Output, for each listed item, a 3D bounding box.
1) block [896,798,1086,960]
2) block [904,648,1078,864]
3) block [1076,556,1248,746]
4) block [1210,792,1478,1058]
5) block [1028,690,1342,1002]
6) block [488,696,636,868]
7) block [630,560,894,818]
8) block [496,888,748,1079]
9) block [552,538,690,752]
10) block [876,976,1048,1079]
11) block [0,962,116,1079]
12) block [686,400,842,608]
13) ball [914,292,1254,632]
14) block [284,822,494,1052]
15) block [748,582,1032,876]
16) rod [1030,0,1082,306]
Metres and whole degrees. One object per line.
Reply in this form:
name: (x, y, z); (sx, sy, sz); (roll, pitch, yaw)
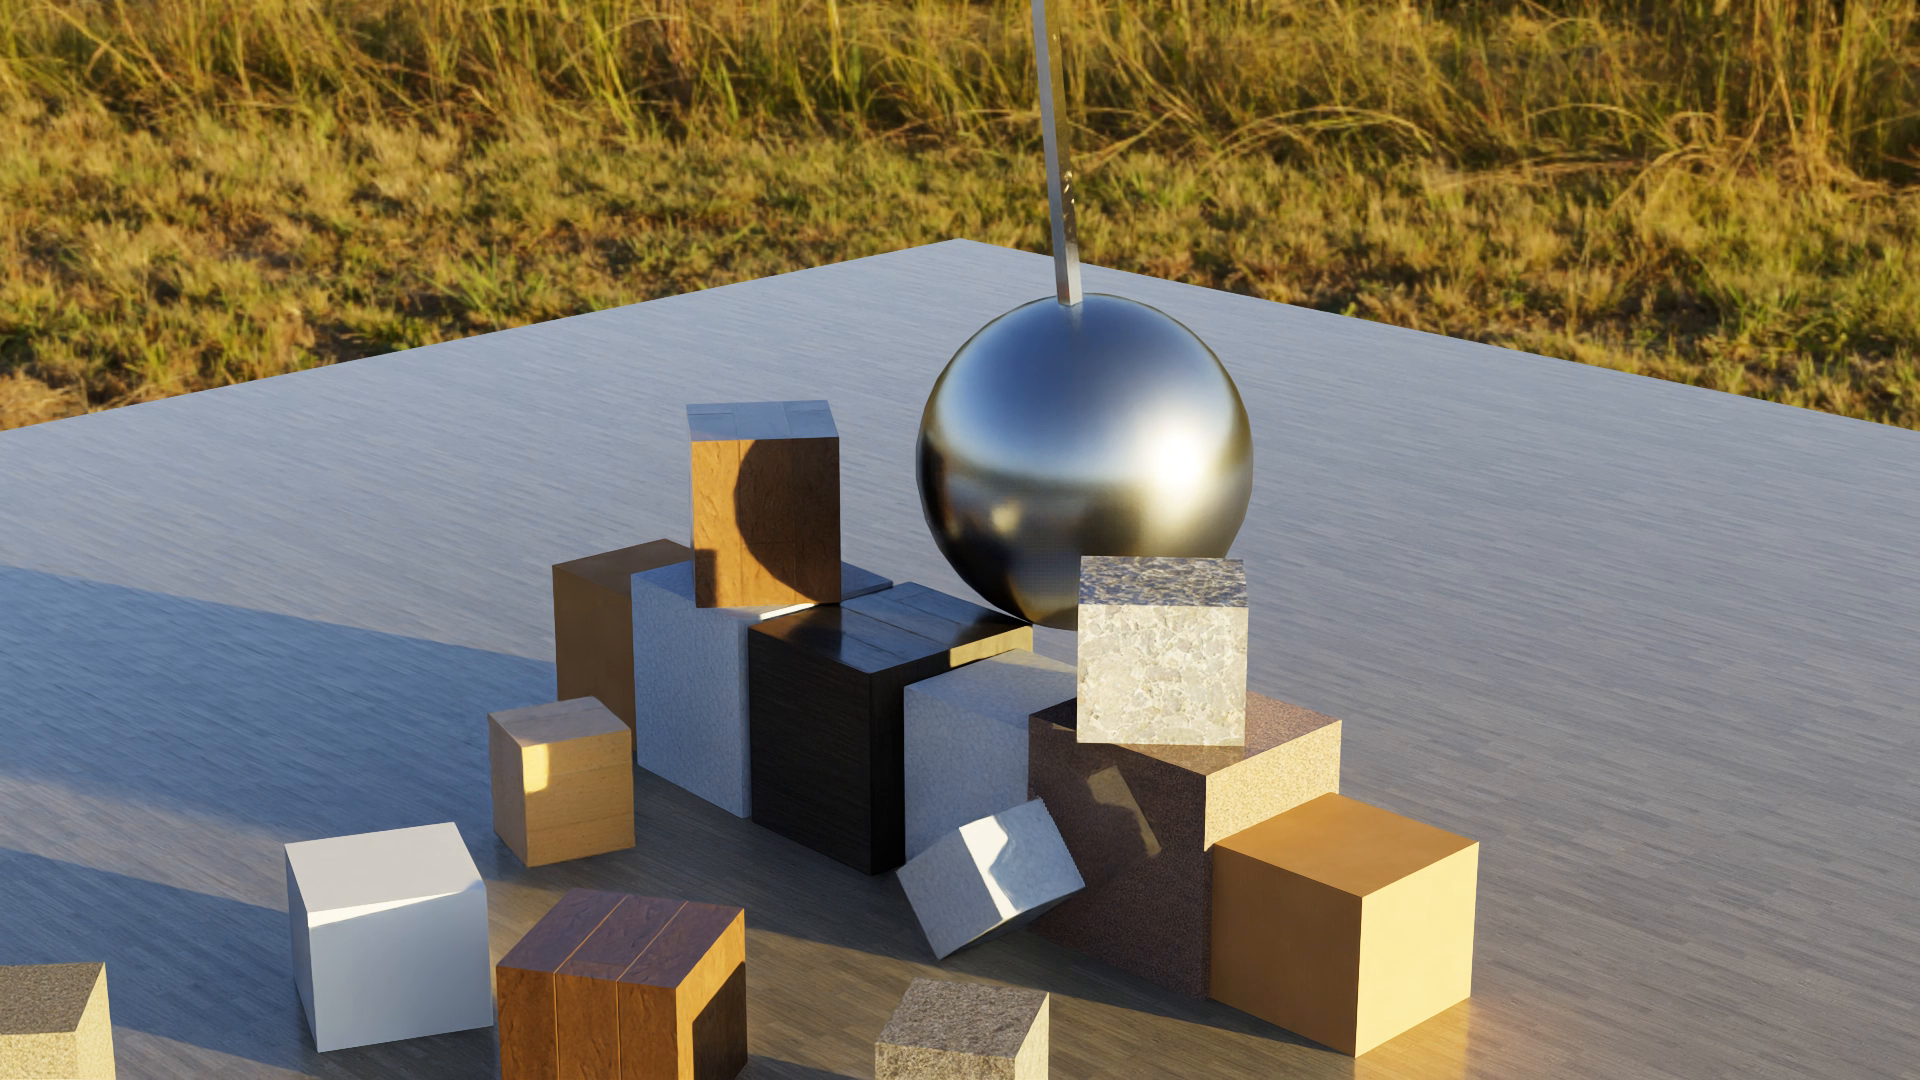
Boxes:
block: (0.131, 1.457, 12.610); (0.500, 0.428, 0.509); (-16, -16, -42)
block: (0.307, 1.101, 13.349); (0.744, 0.895, 0.844); (-16, 24, -42)
block: (0.856, 0.464, 12.475); (0.698, 0.610, 0.658); (1, 17, 3)
block: (1.588, 1.577, 12.161); (0.765, 0.699, 0.778); (17, 24, 42)
block: (0.962, 1.242, 12.706); (0.993, 1.012, 0.895); (16, 24, 42)
block: (-1.870, 1.129, 13.759); (0.525, 0.596, 0.496); (-9, 19, -26)
block: (-0.975, 0.665, 14.552); (0.932, 1.006, 0.904); (-14, 22, -37)
block: (-1.297, 1.842, 11.366); (0.723, 0.671, 0.741); (5, 18, 15)
block: (-1.569, 0.548, 15.230); (0.712, 0.821, 0.844); (-14, 23, -38)
block: (0.013, 2.032, 10.957); (0.523, 0.554, 0.555); (4, 18, 14)
block: (-3.516, 2.005, 10.843); (0.644, 0.672, 0.580); (-2, 18, -5)
block: (-0.955, -0.183, 14.201); (0.693, 0.822, 0.691); (-2, 18, -7)
ball: (0.587, -0.366, 13.842); (1.600, 1.600, 1.600); (0, 17, 0)
block: (-2.368, 1.630, 12.136); (0.711, 0.612, 0.728); (-6, 18, -19)
block: (-0.327, 0.873, 13.920); (1.017, 0.988, 0.870); (-15, 23, -40)
rod: (0.254, -3.479, 12.515); (0.080, 5.200, 0.080); (17, 32, 42)
